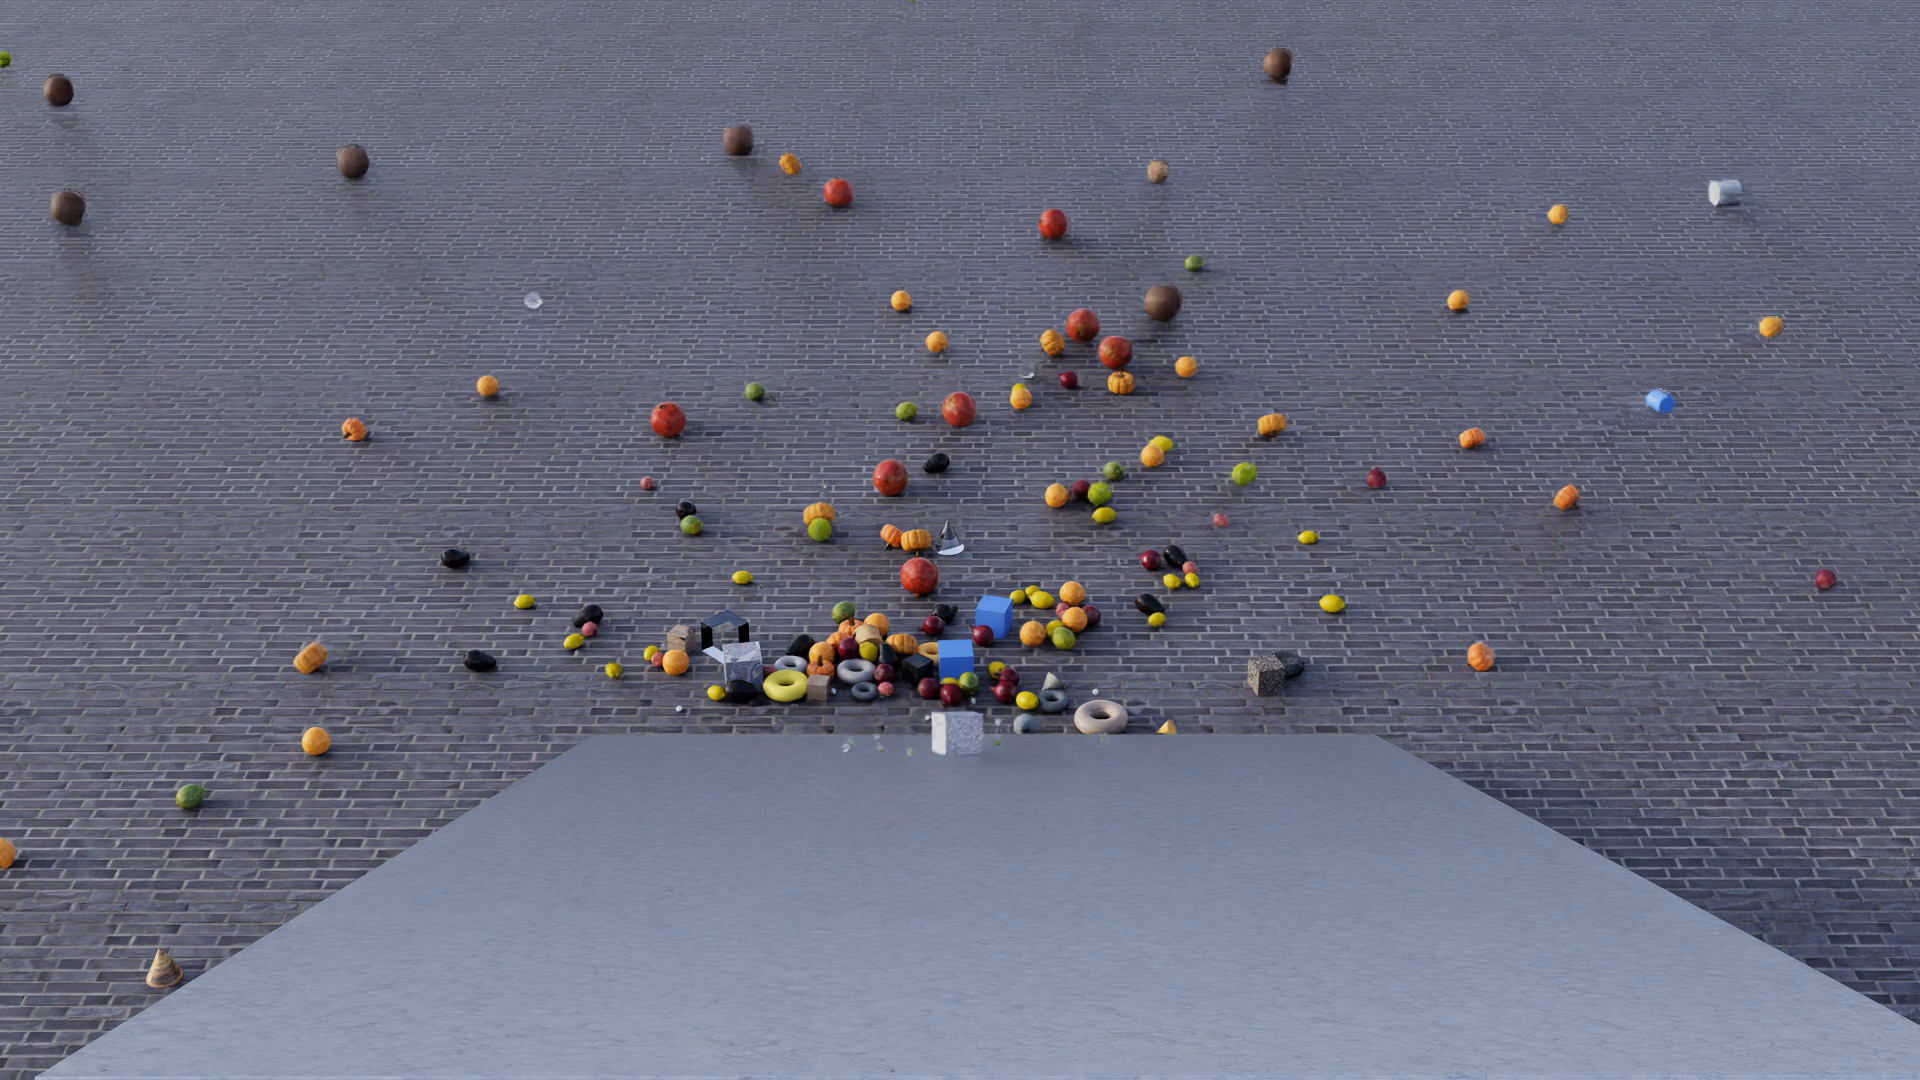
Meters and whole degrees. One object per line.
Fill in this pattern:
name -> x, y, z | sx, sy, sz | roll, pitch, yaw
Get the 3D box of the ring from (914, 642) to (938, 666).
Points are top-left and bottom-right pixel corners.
ring -> -0.075, 0.315, 7.106 | 0.100, 0.033, 0.100 | 1, 28, -1

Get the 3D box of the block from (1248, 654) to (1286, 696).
block -> 0.826, 0.364, 6.969 | 0.075, 0.075, 0.075 | -8, 29, -14

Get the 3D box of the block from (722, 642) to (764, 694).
block -> -0.586, 0.345, 6.981 | 0.098, 0.098, 0.098 | -5, 29, -8

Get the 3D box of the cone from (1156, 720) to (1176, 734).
cone -> 0.534, 0.500, 6.771 | 0.050, 0.050, 0.050 | -17, 19, 29

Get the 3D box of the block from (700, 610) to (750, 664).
block -> -0.648, 0.267, 7.130 | 0.095, 0.095, 0.095 | -23, 36, -36

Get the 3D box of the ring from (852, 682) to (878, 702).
ring -> -0.255, 0.407, 6.942 | 0.075, 0.025, 0.075 | 1, 29, 0

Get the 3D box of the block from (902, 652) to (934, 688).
block -> -0.114, 0.352, 7.008 | 0.060, 0.060, 0.060 | 24, 36, 37

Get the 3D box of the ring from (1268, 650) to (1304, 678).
ring -> 0.886, 0.340, 7.055 | 0.111, 0.037, 0.111 | 0, 29, 0

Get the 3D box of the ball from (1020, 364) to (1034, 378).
ball -> 0.226, -0.571, 8.741 | 0.050, 0.050, 0.050 | 0, 28, 0

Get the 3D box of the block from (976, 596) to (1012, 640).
block -> 0.095, 0.216, 7.236 | 0.084, 0.084, 0.084 | 8, 29, 14

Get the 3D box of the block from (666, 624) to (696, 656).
block -> -0.771, 0.277, 7.150 | 0.057, 0.057, 0.057 | 12, 30, 21

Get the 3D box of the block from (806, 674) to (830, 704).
block -> -0.379, 0.399, 6.927 | 0.054, 0.054, 0.054 | 4, 28, 8

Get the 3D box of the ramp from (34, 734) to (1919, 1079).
ramp -> 0.063, 0.570, 4.611 | 2.000, 0.100, 4.000 | 0, 1, 0

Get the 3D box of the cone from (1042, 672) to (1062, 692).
cone -> 0.237, 0.394, 6.967 | 0.053, 0.053, 0.053 | -42, 43, -15

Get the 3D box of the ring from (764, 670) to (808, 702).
ring -> -0.467, 0.392, 6.953 | 0.127, 0.042, 0.127 | 0, 29, 0

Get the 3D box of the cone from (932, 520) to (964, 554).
cone -> -0.036, -0.020, 7.666 | 0.095, 0.095, 0.095 | 0, 28, 0

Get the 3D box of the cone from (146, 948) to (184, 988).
cone -> -1.807, 0.956, 5.854 | 0.085, 0.085, 0.085 | 0, 28, 0

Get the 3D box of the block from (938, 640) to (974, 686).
block -> -0.012, 0.334, 7.009 | 0.091, 0.091, 0.091 | -2, 28, -4

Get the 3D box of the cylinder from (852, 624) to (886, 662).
cylinder -> -0.251, 0.285, 7.114 | 0.079, 0.079, 0.079 | -6, 29, -11

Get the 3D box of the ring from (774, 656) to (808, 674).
ring -> -0.460, 0.347, 7.048 | 0.094, 0.031, 0.094 | 1, 28, -1

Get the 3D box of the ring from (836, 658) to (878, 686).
ring -> -0.280, 0.358, 7.022 | 0.112, 0.037, 0.112 | 1, 27, -1

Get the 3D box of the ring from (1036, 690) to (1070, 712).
ring -> 0.247, 0.430, 6.893 | 0.091, 0.030, 0.091 | -1, 27, 0

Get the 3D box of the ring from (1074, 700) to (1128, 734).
ring -> 0.372, 0.470, 6.801 | 0.144, 0.048, 0.144 | -1, 29, 0

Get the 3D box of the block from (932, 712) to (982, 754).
block -> -0.006, 0.457, 6.124 | 0.093, 0.093, 0.093 | 0, 1, -20

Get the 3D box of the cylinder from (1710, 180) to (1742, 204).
cylinder -> 3.018, -1.371, 10.189 | 0.092, 0.092, 0.092 | -5, 29, -9

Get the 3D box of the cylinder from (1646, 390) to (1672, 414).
cylinder -> 2.303, -0.457, 8.513 | 0.062, 0.062, 0.062 | -16, 33, -27

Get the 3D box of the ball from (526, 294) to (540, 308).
ball -> -1.530, -0.856, 9.271 | 0.053, 0.053, 0.053 | 0, 28, 0

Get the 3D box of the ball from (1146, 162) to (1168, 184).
ball -> 0.796, -1.481, 10.401 | 0.088, 0.088, 0.088 | 0, 28, 0
